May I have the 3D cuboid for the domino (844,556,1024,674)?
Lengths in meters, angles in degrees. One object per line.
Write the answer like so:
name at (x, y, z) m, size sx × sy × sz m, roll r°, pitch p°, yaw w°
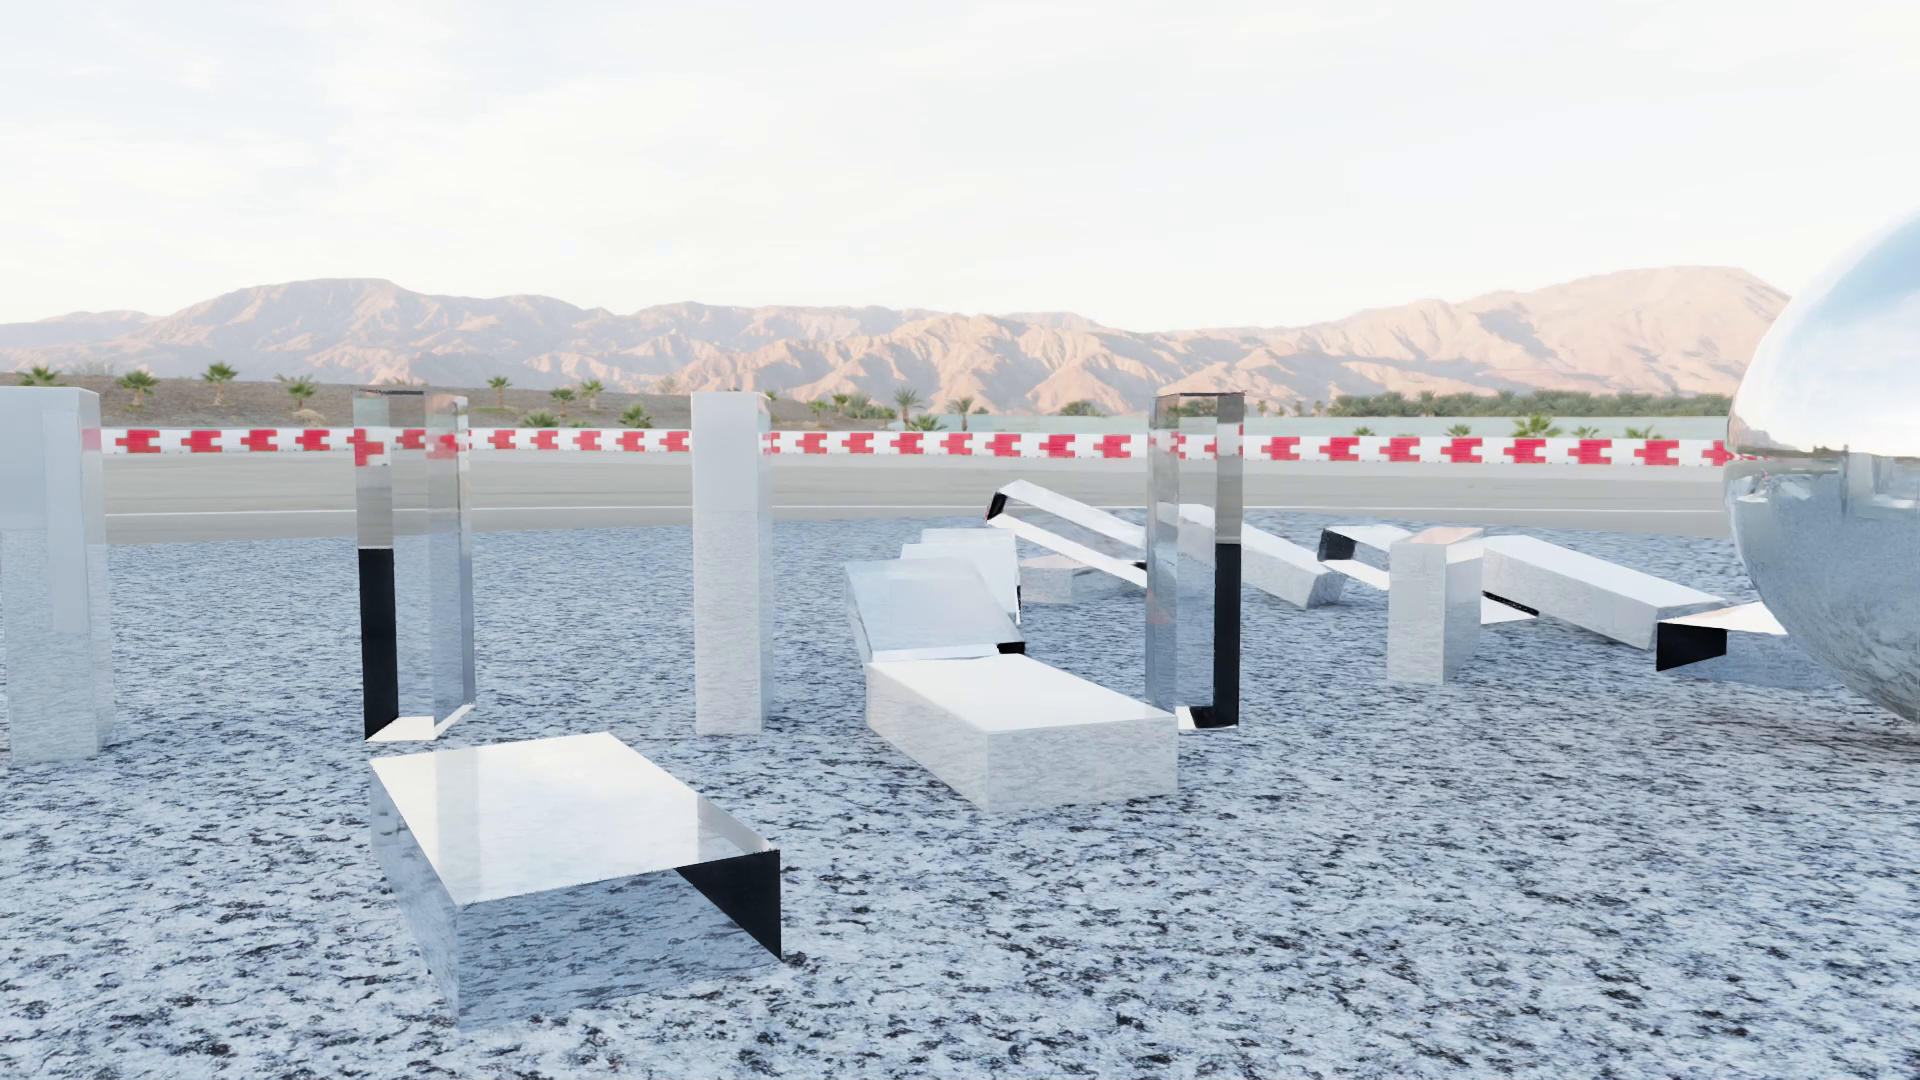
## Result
domino at (-0.006, 0.015, 0.233) m, size 0.025 × 0.009 × 0.050 m, roll -3°, pitch 16°, yaw -10°

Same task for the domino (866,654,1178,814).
domino at (0.006, 0.025, 0.175) m, size 0.025 × 0.010 × 0.050 m, roll -2°, pitch 5°, yaw -20°

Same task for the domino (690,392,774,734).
domino at (-0.035, 0.003, 0.199) m, size 0.010 × 0.050 × 0.025 m, roll 0°, pitch 4°, yaw -4°

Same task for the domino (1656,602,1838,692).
domino at (0.157, 0.019, 0.245) m, size 0.050 × 0.009 × 0.025 m, roll -3°, pitch 5°, yaw -39°

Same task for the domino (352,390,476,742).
domino at (-0.082, 0.003, 0.195) m, size 0.009 × 0.050 × 0.025 m, roll -1°, pitch 4°, yaw -8°

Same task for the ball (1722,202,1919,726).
ball at (0.149, -0.010, 0.173) m, size 0.080 × 0.080 × 0.080 m, roll 0°, pitch 4°, yaw 0°

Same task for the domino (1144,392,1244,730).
domino at (0.036, 0.002, 0.202) m, size 0.009 × 0.050 × 0.025 m, roll 0°, pitch 4°, yaw -2°

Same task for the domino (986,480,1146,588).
domino at (0.035, -0.002, 0.361) m, size 0.050 × 0.009 × 0.025 m, roll 22°, pitch 16°, yaw 13°

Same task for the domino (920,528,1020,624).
domino at (0.002, 0.008, 0.327) m, size 0.025 × 0.009 × 0.050 m, roll 0°, pitch 16°, yaw 1°

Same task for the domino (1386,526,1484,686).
domino at (0.093, 0.011, 0.250) m, size 0.009 × 0.025 × 0.050 m, roll 2°, pitch 5°, yaw 29°

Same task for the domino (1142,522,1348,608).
domino at (0.078, 0.003, 0.353) m, size 0.050 × 0.009 × 0.025 m, roll 26°, pitch 18°, yaw 32°

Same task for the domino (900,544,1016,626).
domino at (-0.001, 0.012, 0.278) m, size 0.025 × 0.010 × 0.050 m, roll 0°, pitch 15°, yaw 1°

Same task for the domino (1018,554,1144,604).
domino at (0.033, 0.010, 0.368) m, size 0.025 × 0.009 × 0.050 m, roll 3°, pitch 5°, yaw 33°

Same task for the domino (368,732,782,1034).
domino at (-0.038, 0.029, 0.120) m, size 0.025 × 0.009 × 0.050 m, roll -3°, pitch 5°, yaw -31°

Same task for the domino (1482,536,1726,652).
domino at (0.140, 0.011, 0.289) m, size 0.025 × 0.009 × 0.050 m, roll -3°, pitch 18°, yaw -31°

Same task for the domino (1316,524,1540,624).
domino at (0.119, 0.008, 0.328) m, size 0.025 × 0.009 × 0.050 m, roll -3°, pitch 18°, yaw -31°

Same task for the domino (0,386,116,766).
domino at (-0.127, 0.004, 0.181) m, size 0.009 × 0.050 × 0.025 m, roll -2°, pitch 5°, yaw -28°
